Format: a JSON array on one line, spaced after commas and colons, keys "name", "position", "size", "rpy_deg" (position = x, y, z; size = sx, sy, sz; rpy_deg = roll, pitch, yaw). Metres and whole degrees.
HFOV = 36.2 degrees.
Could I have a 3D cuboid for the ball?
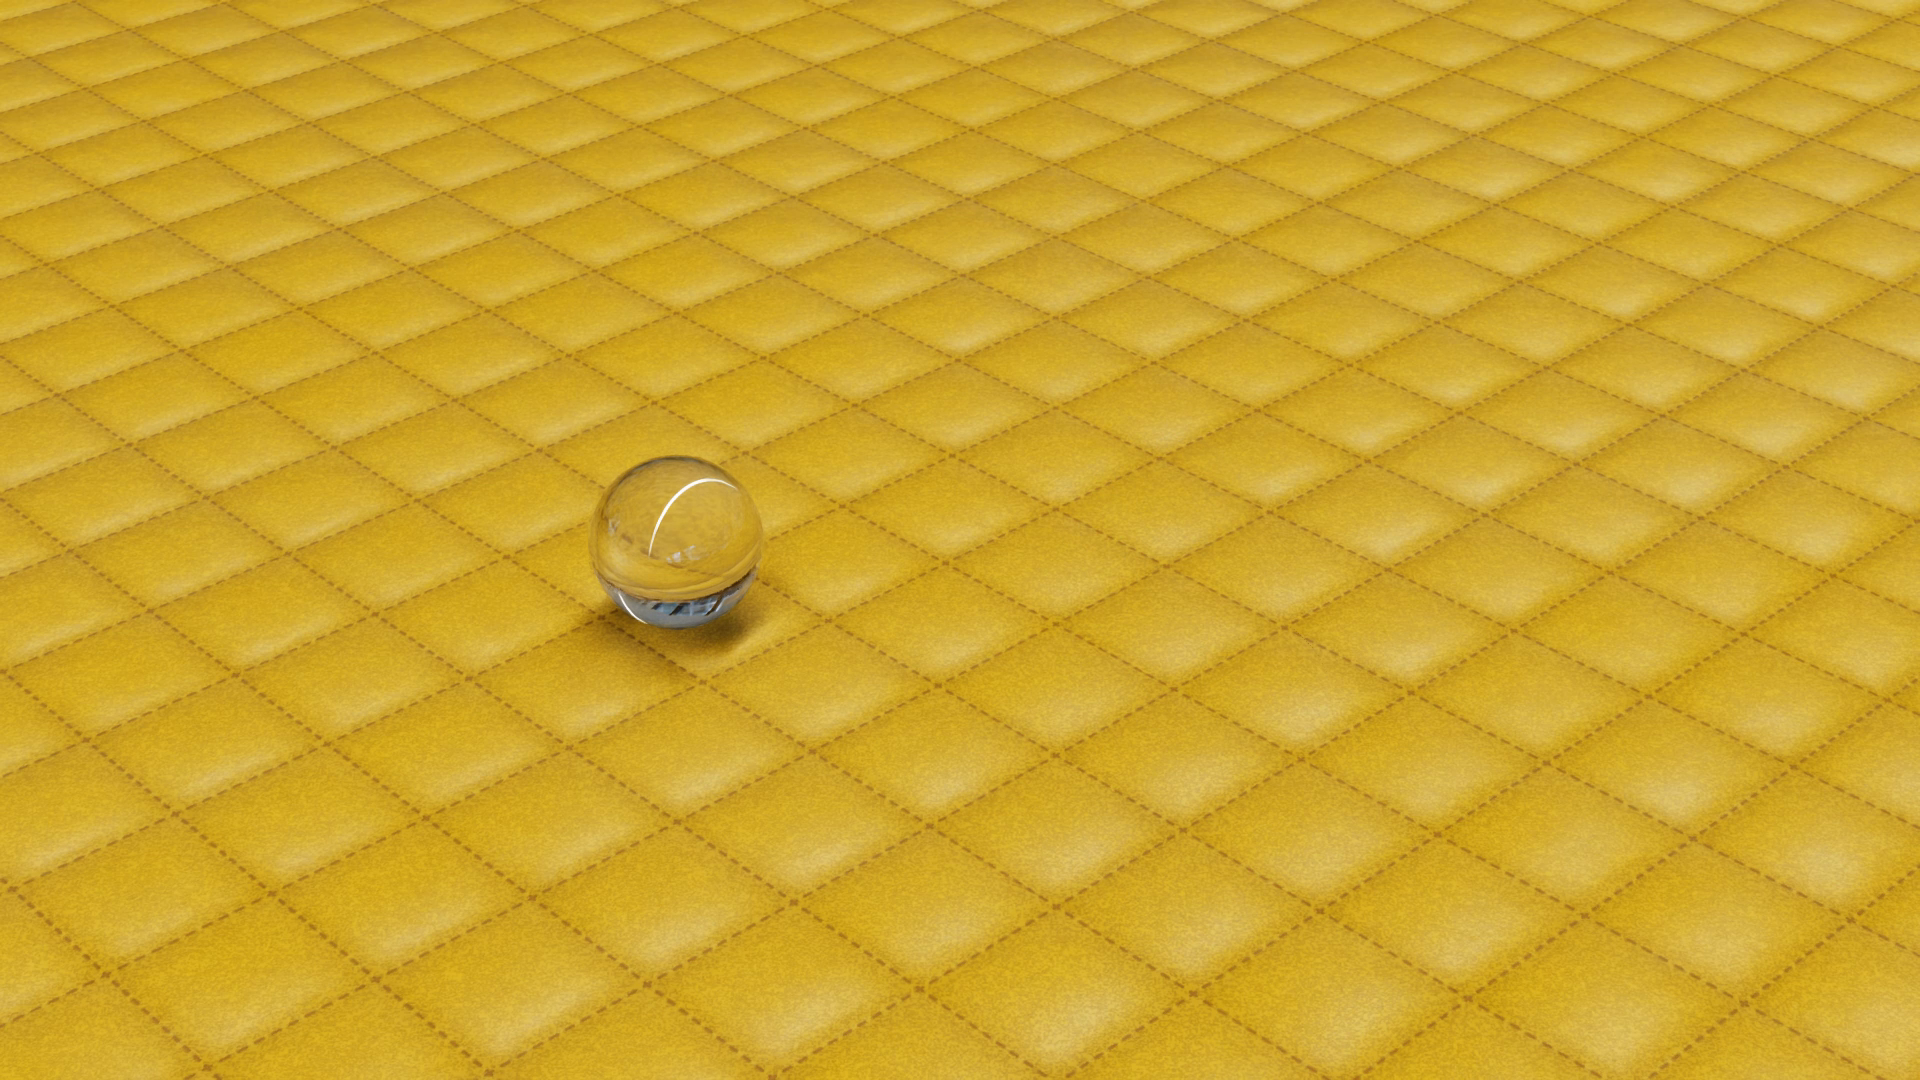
[{"name": "ball", "position": [-0.154, 0.001, 1.595], "size": [0.095, 0.095, 0.095], "rpy_deg": [0, 31, 0]}]
